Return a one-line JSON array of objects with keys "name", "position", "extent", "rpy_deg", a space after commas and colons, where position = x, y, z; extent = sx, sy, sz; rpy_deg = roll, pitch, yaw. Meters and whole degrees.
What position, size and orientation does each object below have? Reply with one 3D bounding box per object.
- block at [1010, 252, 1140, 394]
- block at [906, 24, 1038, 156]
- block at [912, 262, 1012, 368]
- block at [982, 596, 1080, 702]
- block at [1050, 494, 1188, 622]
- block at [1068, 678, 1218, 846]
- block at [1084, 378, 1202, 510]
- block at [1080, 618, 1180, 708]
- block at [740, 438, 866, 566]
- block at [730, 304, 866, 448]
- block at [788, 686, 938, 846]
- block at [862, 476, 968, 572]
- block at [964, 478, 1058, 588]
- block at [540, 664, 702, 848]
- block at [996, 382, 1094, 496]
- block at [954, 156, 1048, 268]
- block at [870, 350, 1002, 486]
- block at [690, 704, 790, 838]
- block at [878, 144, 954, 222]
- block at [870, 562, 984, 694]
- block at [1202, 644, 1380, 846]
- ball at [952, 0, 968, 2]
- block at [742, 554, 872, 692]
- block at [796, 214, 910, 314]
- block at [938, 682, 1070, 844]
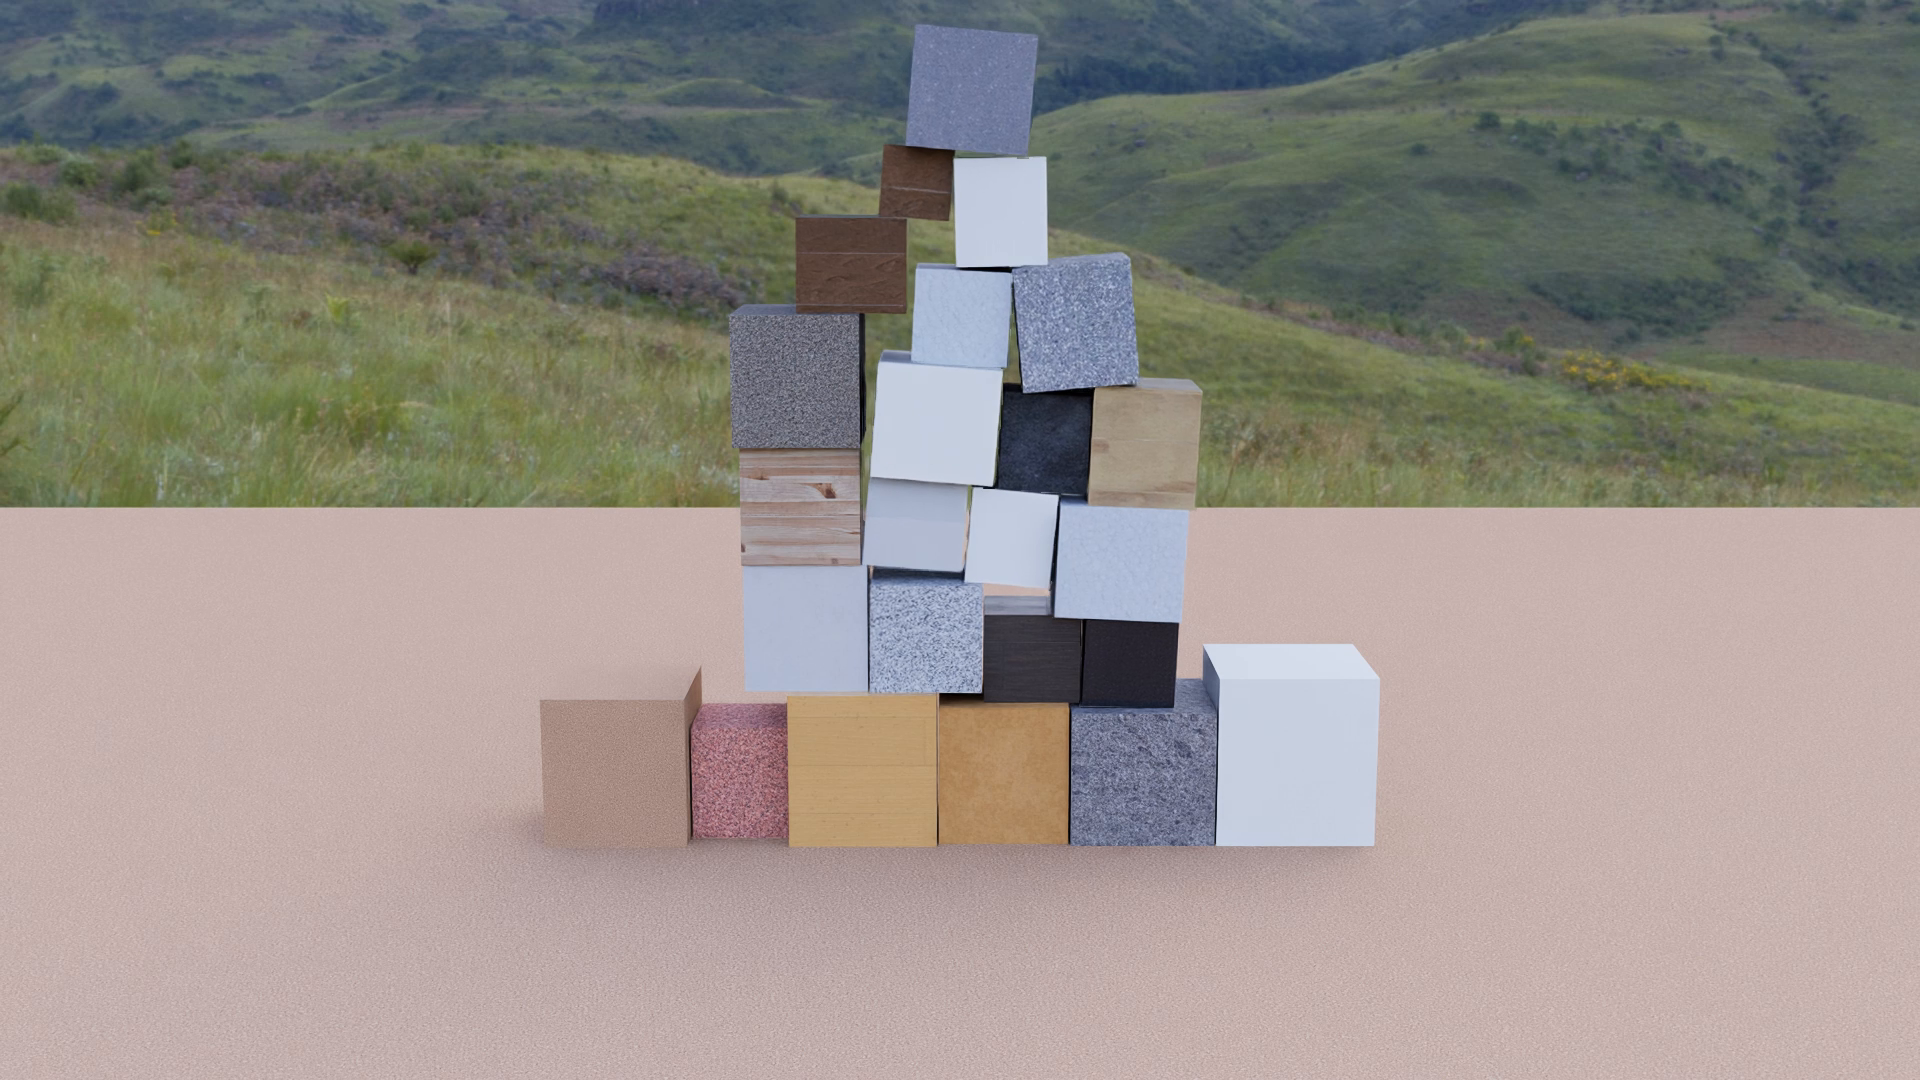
[{"name": "block", "position": [0.567, -1.091, 10.971], "extent": [0.572, 0.608, 0.570], "rpy_deg": [-5, 10, 1]}, {"name": "block", "position": [0.055, -2.195, 10.769], "extent": [0.586, 0.571, 0.547], "rpy_deg": [5, 10, -1]}, {"name": "block", "position": [0.009, -1.127, 10.972], "extent": [0.470, 0.461, 0.499], "rpy_deg": [3, 10, 0]}, {"name": "block", "position": [0.363, 0.555, 11.293], "extent": [0.482, 0.451, 0.477], "rpy_deg": [0, 10, 0]}, {"name": "block", "position": [0.799, 0.071, 11.176], "extent": [0.634, 0.562, 0.580], "rpy_deg": [3, 10, -1]}, {"name": "block", "position": [0.919, 1.139, 11.388], "extent": [0.726, 0.685, 0.747], "rpy_deg": [0, 10, 0]}, {"name": "block", "position": [0.910, -0.496, 11.079], "extent": [0.529, 0.595, 0.501], "rpy_deg": [2, 10, -1]}, {"name": "block", "position": [0.855, 0.573, 11.266], "extent": [0.465, 0.452, 0.479], "rpy_deg": [2, 10, 0]}, {"name": "block", "position": [-0.789, -0.224, 11.157], "extent": [0.590, 0.599, 0.639], "rpy_deg": [0, 10, 0]}, {"name": "block", "position": [-0.800, -0.831, 11.016], "extent": [0.626, 0.646, 0.717], "rpy_deg": [0, 10, 0]}, {"name": "block", "position": [-0.488, 1.092, 11.383], "extent": [0.743, 0.780, 0.771], "rpy_deg": [0, 10, 0]}, {"name": "block", "position": [-0.221, -0.132, 11.159], "extent": [0.489, 0.455, 0.549], "rpy_deg": [5, 10, -1]}, {"name": "block", "position": [0.256, -0.044, 11.156], "extent": [0.424, 0.475, 0.411], "rpy_deg": [5, 10, -1]}, {"name": "block", "position": [-1.730, 1.103, 11.361], "extent": [0.716, 0.765, 0.750], "rpy_deg": [0, 10, 0]}, {"name": "block", "position": [0.421, -0.515, 11.084], "extent": [0.438, 0.491, 0.417], "rpy_deg": [4, 10, -1]}, {"name": "block", "position": [0.200, -1.629, 10.872], "extent": [0.444, 0.520, 0.445], "rpy_deg": [-1, 10, 0]}, {"name": "block", "position": [-0.117, -0.622, 11.047], "extent": [0.603, 0.564, 0.661], "rpy_deg": [5, 10, -1]}, {"name": "block", "position": [-1.116, 1.190, 11.412], "extent": [0.492, 0.576, 0.502], "rpy_deg": [0, 10, 0]}, {"name": "block", "position": [-0.212, -1.768, 10.862], "extent": [0.345, 0.346, 0.329], "rpy_deg": [5, 10, -1]}, {"name": "block", "position": [-0.168, 0.440, 11.261], "extent": [0.562, 0.545, 0.626], "rpy_deg": [1, 10, 0]}, {"name": "block", "position": [1.690, 1.047, 11.388], "extent": [0.796, 0.865, 0.775], "rpy_deg": [0, 10, 0]}, {"name": "ball", "position": [0.000, -4.627, 15.528], "extent": [1.600, 1.600, 1.600], "rpy_deg": [0, 10, 0]}, {"name": "block", "position": [-0.770, 0.388, 11.269], "extent": [0.616, 0.645, 0.604], "rpy_deg": [0, 10, 0]}, {"name": "block", "position": [-0.528, -1.376, 10.919], "extent": [0.537, 0.460, 0.497], "rpy_deg": [1, 10, 0]}, {"name": "block", "position": [0.220, 1.128, 11.387], "extent": [0.653, 0.707, 0.672], "rpy_deg": [0, 10, 0]}]
